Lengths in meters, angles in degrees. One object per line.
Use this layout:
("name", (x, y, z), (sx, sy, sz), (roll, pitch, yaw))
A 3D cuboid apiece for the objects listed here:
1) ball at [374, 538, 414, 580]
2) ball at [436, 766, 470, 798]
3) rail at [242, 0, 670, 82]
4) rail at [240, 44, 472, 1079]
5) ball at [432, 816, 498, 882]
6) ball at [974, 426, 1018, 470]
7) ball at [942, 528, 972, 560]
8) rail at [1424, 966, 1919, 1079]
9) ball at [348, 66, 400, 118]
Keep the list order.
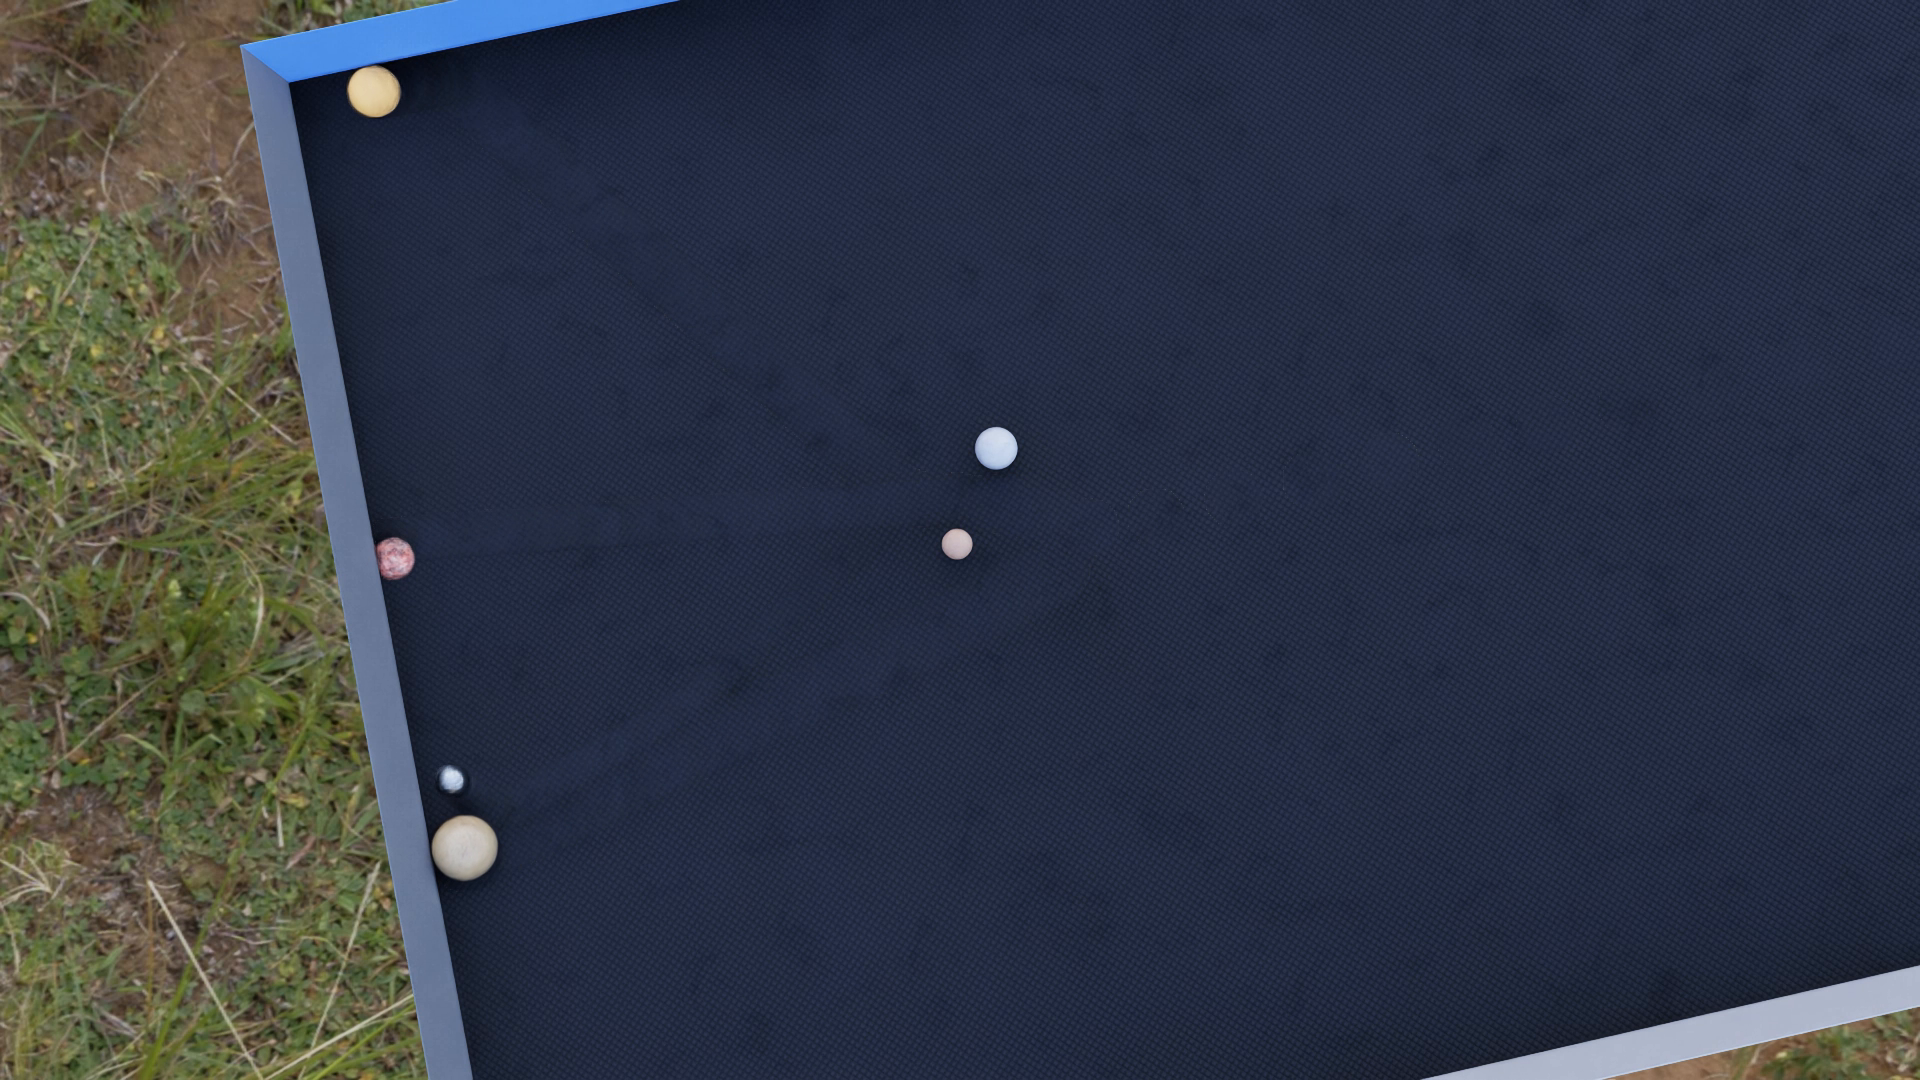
("ball", (-0.842, 0.027, 3.269), (0.062, 0.062, 0.062), (0, 82, 0))
("ball", (-0.744, 0.355, 3.228), (0.048, 0.048, 0.048), (0, 82, 0))
("rail", (0.670, -1.091, 3.400), (3.568, 0.124, 0.045), (-12, 82, -2))
("rail", (-0.848, 0.182, 3.214), (0.045, 0.124, 1.901), (-12, 82, -2))
("ball", (-0.718, 0.447, 3.190), (0.095, 0.095, 0.095), (0, 82, 0))
("ball", (0.054, -0.137, 3.292), (0.064, 0.064, 0.064), (0, 82, 0))
("ball", (-0.004, 0.006, 3.280), (0.046, 0.046, 0.046), (0, 82, 0))
("rail", (1.072, 0.699, 3.138), (3.568, 0.124, 0.045), (-12, 82, -2))
("ball", (-0.896, -0.686, 3.365), (0.078, 0.078, 0.078), (0, 82, 0))
